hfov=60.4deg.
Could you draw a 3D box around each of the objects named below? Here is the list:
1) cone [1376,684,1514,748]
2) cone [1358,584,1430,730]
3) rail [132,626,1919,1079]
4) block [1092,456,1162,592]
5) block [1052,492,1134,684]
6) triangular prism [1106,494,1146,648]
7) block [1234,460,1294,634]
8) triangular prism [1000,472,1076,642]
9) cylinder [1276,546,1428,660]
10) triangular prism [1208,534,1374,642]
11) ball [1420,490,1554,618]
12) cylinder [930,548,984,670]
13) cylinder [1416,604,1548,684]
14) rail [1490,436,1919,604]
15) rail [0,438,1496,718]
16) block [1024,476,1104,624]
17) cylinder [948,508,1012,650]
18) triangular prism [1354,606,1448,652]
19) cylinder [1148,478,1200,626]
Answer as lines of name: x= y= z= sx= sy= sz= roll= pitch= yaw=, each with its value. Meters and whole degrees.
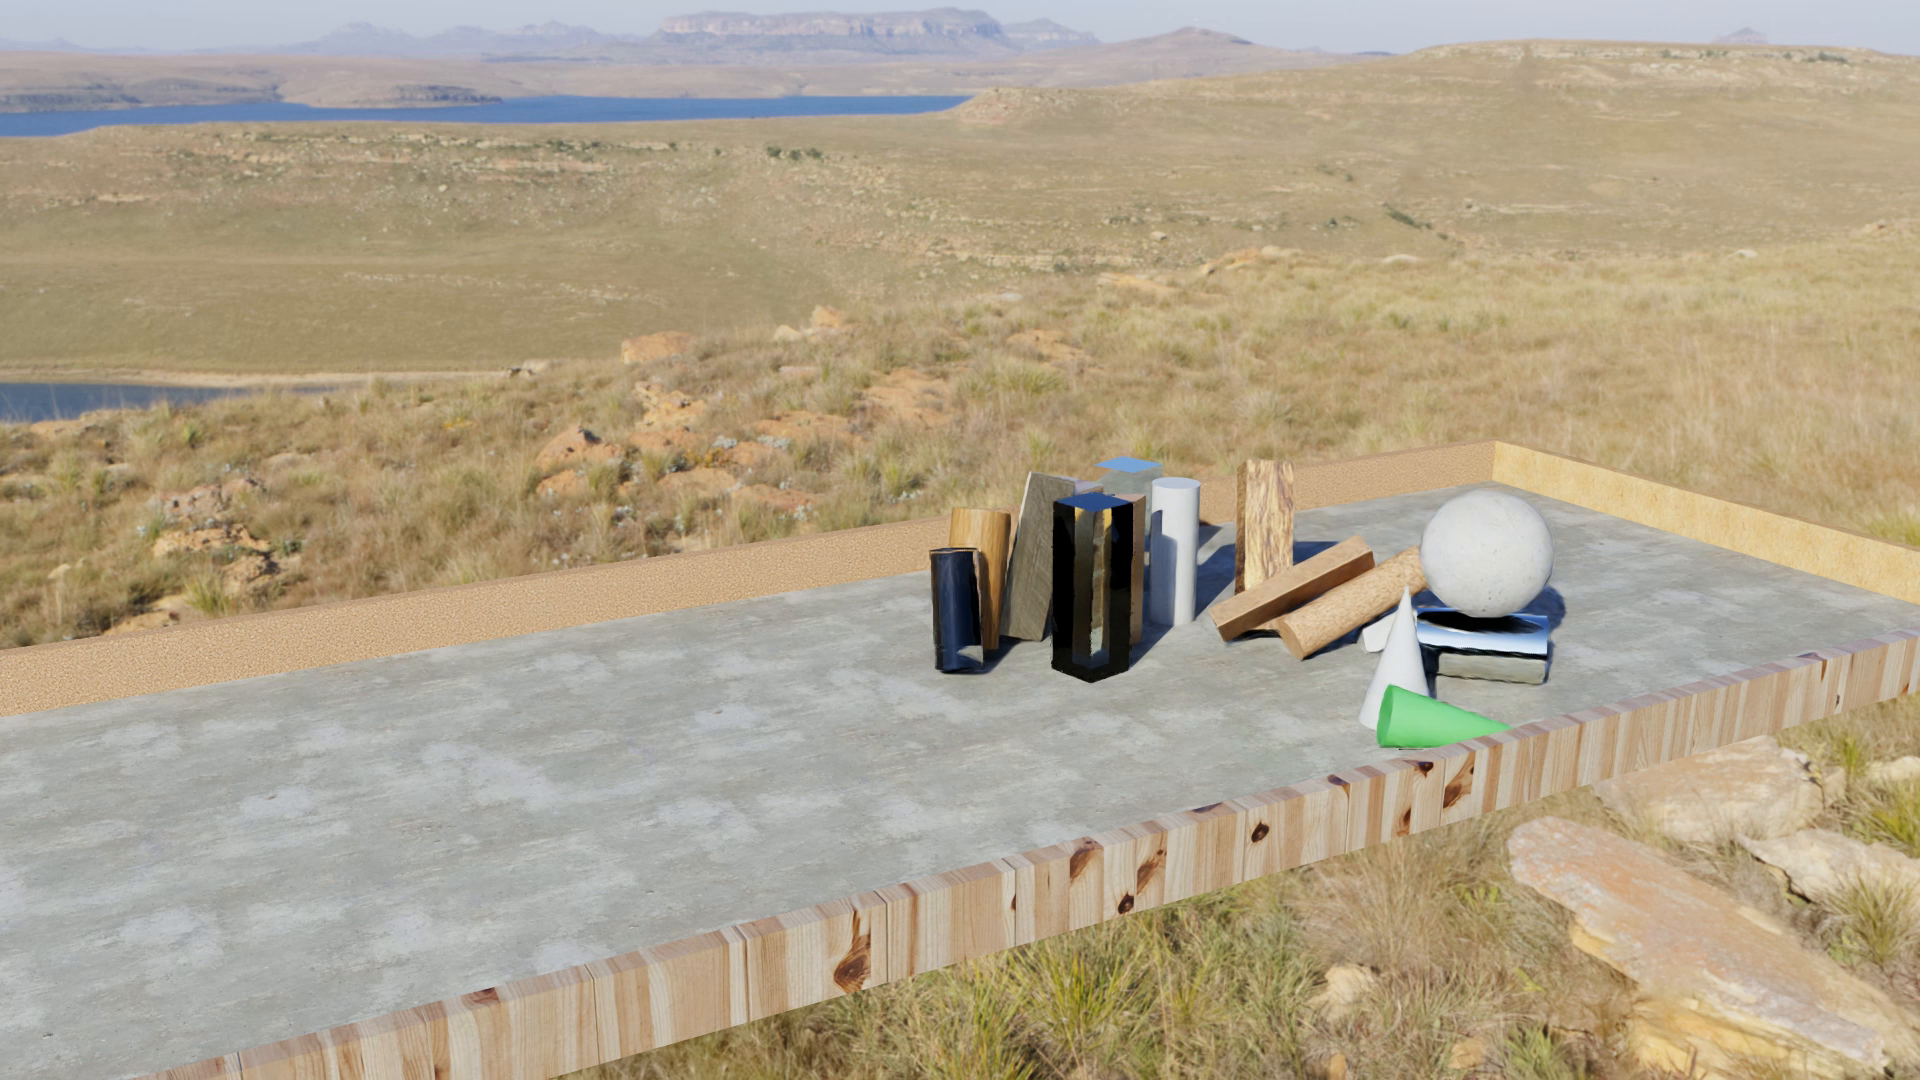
cone: x=1.191 y=0.439 z=3.734 sx=0.458 sy=0.143 sz=0.143 roll=10 pitch=17 yaw=4
cone: x=1.032 y=0.263 z=3.854 sx=0.175 sy=0.341 sz=0.175 roll=0 pitch=16 yaw=0
rail: x=-2.336 y=1.006 z=1.665 sx=12.000 sy=0.150 sz=0.050 roll=-9 pitch=18 yaw=-27
block: x=0.487 y=-0.041 z=4.834 sx=0.145 sy=0.372 sz=0.145 roll=14 pitch=22 yaw=40
block: x=0.333 y=0.118 z=4.160 sx=0.139 sy=0.446 sz=0.139 roll=-14 pitch=22 yaw=-39
triangular prism: x=0.430 y=0.085 z=4.351 sx=0.133 sy=0.404 sz=0.153 roll=-10 pitch=19 yaw=-31
block: x=0.819 y=0.021 z=4.449 sx=0.126 sy=0.453 sz=0.126 roll=3 pitch=-8 yaw=-2
triangular prism: x=0.181 y=0.040 z=4.444 sx=0.136 sy=0.438 sz=0.118 roll=11 pitch=2 yaw=-21
cylinder: x=1.038 y=0.162 z=4.314 sx=0.420 sy=0.117 sz=0.117 roll=-28 pitch=23 yaw=-10
triangular prism: x=0.863 y=0.115 z=4.321 sx=0.439 sy=0.096 sz=0.083 roll=-27 pitch=56 yaw=5
ball: x=1.297 y=0.034 z=4.065 sx=0.319 sy=0.319 sz=0.319 roll=0 pitch=16 yaw=0
cylinder: x=-0.009 y=0.175 z=4.179 sx=0.124 sy=0.303 sz=0.124 roll=-3 pitch=-5 yaw=0
cylinder: x=1.308 y=0.262 z=4.154 sx=0.311 sy=0.171 sz=0.171 roll=5 pitch=17 yaw=15
rail: x=2.466 y=-0.048 z=5.253 sx=0.050 sy=0.150 sz=2.100 roll=-9 pitch=18 yaw=-27
rail: x=-3.305 y=0.497 z=3.399 sx=12.000 sy=0.150 sz=0.050 roll=-9 pitch=18 yaw=-27
block: x=0.286 y=0.029 z=4.587 sx=0.154 sy=0.377 sz=0.154 roll=15 pitch=22 yaw=41
cylinder: x=0.039 y=0.103 z=4.318 sx=0.157 sy=0.355 sz=0.157 roll=6 pitch=-3 yaw=0
triangular prism: x=1.243 y=0.222 z=4.380 sx=0.370 sy=0.084 sz=0.098 roll=-6 pitch=16 yaw=-4
cylinder: x=0.591 y=0.030 z=4.563 sx=0.133 sy=0.388 sz=0.133 roll=0 pitch=16 yaw=0
